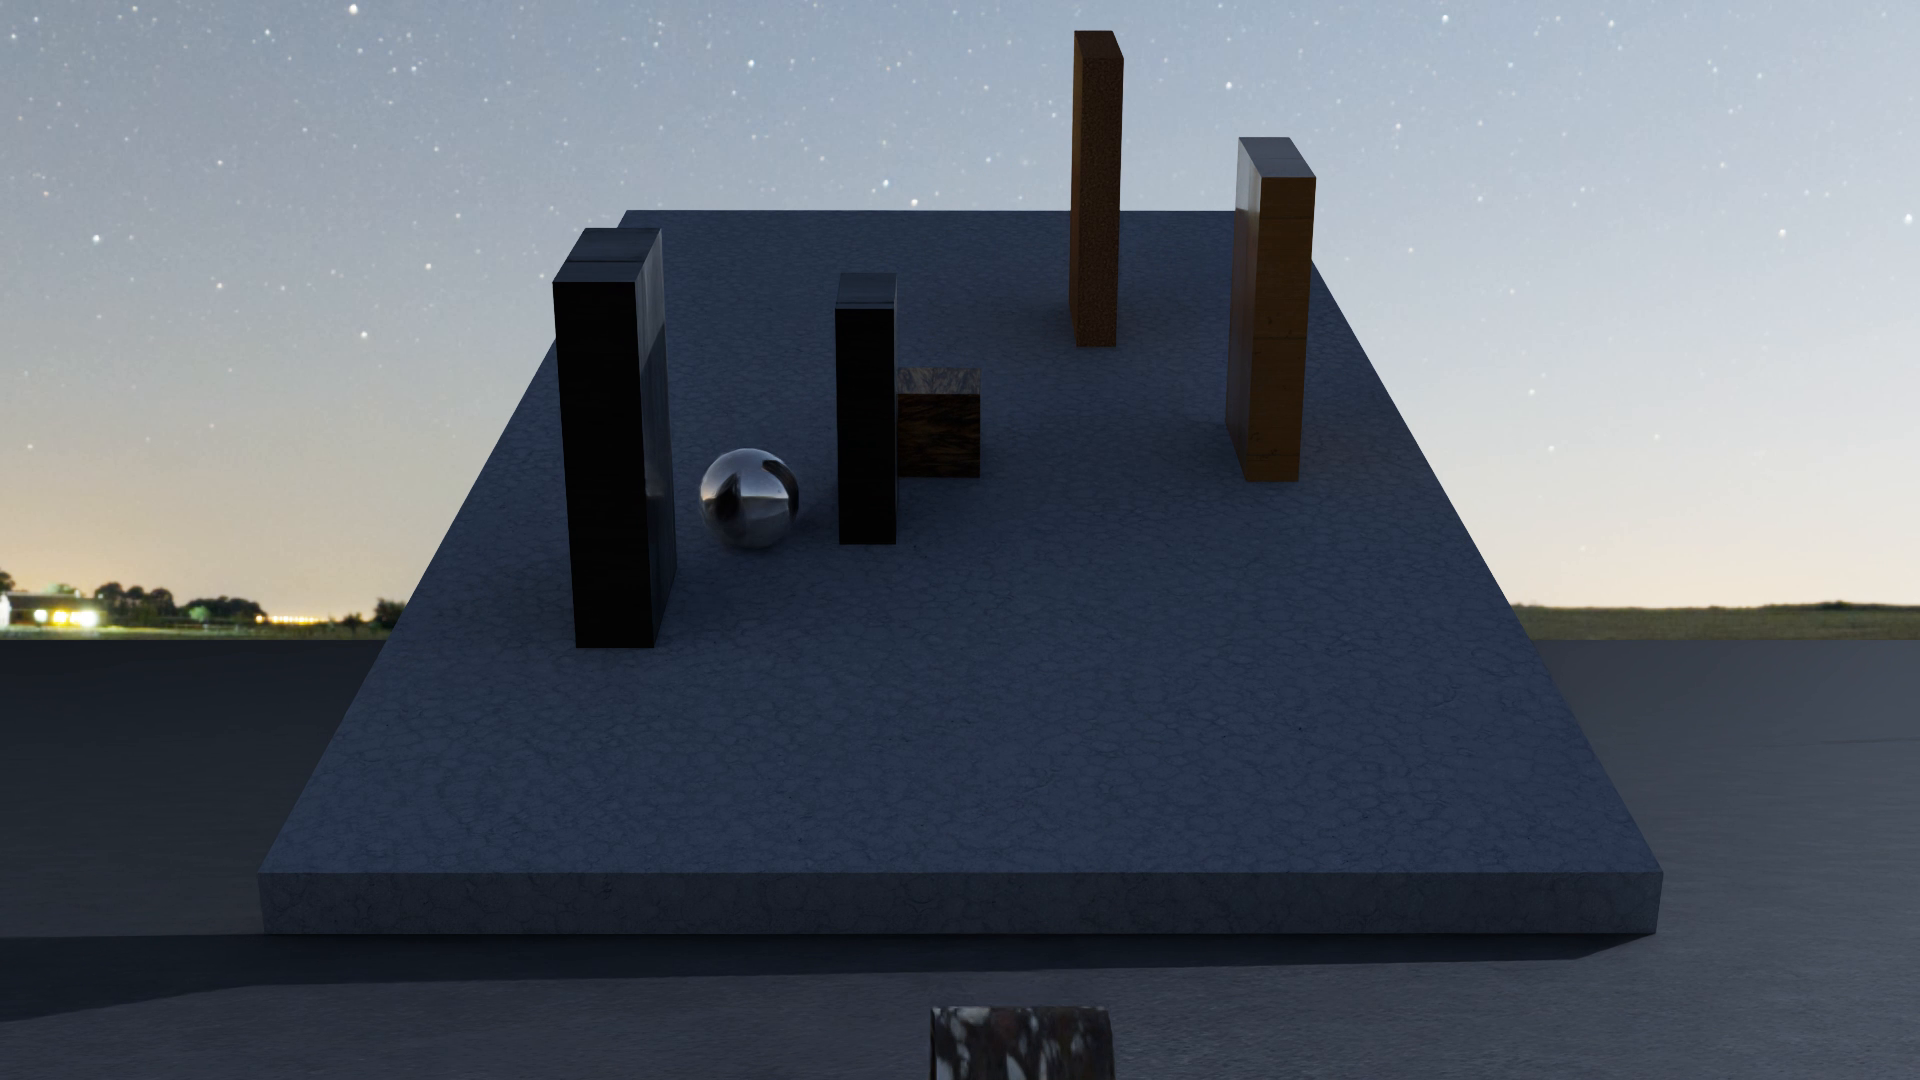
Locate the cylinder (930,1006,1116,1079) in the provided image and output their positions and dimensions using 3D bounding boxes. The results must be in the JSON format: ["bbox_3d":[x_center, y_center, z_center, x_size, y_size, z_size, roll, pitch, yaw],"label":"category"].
[{"bbox_3d":[0.047,0.436,1.800,0.137,0.137,0.137,0,-2,-3],"label":"cylinder"}]

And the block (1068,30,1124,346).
[{"bbox_3d":[0.336,-0.879,5.706,0.097,0.706,0.404,0,22,0],"label":"block"}]

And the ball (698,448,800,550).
[{"bbox_3d":[-0.404,-0.079,4.382,0.195,0.195,0.195,0,-2,0],"label":"ball"}]

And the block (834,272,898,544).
[{"bbox_3d":[-0.178,-0.257,4.456,0.109,0.471,0.255,0,22,0],"label":"block"}]

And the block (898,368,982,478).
[{"bbox_3d":[-0.048,-0.249,4.827,0.182,0.182,0.182,1,22,1],"label":"block"}]

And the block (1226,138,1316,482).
[{"bbox_3d":[0.648,-0.490,4.819,0.109,0.639,0.386,0,22,0],"label":"block"}]

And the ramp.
[{"bbox_3d":[-0.006,-0.219,5.135,2.000,0.100,4.000,0,22,0],"label":"ramp"}]

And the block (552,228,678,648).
[{"bbox_3d":[-0.598,-0.184,4.022,0.135,0.654,0.364,0,22,0],"label":"block"}]
